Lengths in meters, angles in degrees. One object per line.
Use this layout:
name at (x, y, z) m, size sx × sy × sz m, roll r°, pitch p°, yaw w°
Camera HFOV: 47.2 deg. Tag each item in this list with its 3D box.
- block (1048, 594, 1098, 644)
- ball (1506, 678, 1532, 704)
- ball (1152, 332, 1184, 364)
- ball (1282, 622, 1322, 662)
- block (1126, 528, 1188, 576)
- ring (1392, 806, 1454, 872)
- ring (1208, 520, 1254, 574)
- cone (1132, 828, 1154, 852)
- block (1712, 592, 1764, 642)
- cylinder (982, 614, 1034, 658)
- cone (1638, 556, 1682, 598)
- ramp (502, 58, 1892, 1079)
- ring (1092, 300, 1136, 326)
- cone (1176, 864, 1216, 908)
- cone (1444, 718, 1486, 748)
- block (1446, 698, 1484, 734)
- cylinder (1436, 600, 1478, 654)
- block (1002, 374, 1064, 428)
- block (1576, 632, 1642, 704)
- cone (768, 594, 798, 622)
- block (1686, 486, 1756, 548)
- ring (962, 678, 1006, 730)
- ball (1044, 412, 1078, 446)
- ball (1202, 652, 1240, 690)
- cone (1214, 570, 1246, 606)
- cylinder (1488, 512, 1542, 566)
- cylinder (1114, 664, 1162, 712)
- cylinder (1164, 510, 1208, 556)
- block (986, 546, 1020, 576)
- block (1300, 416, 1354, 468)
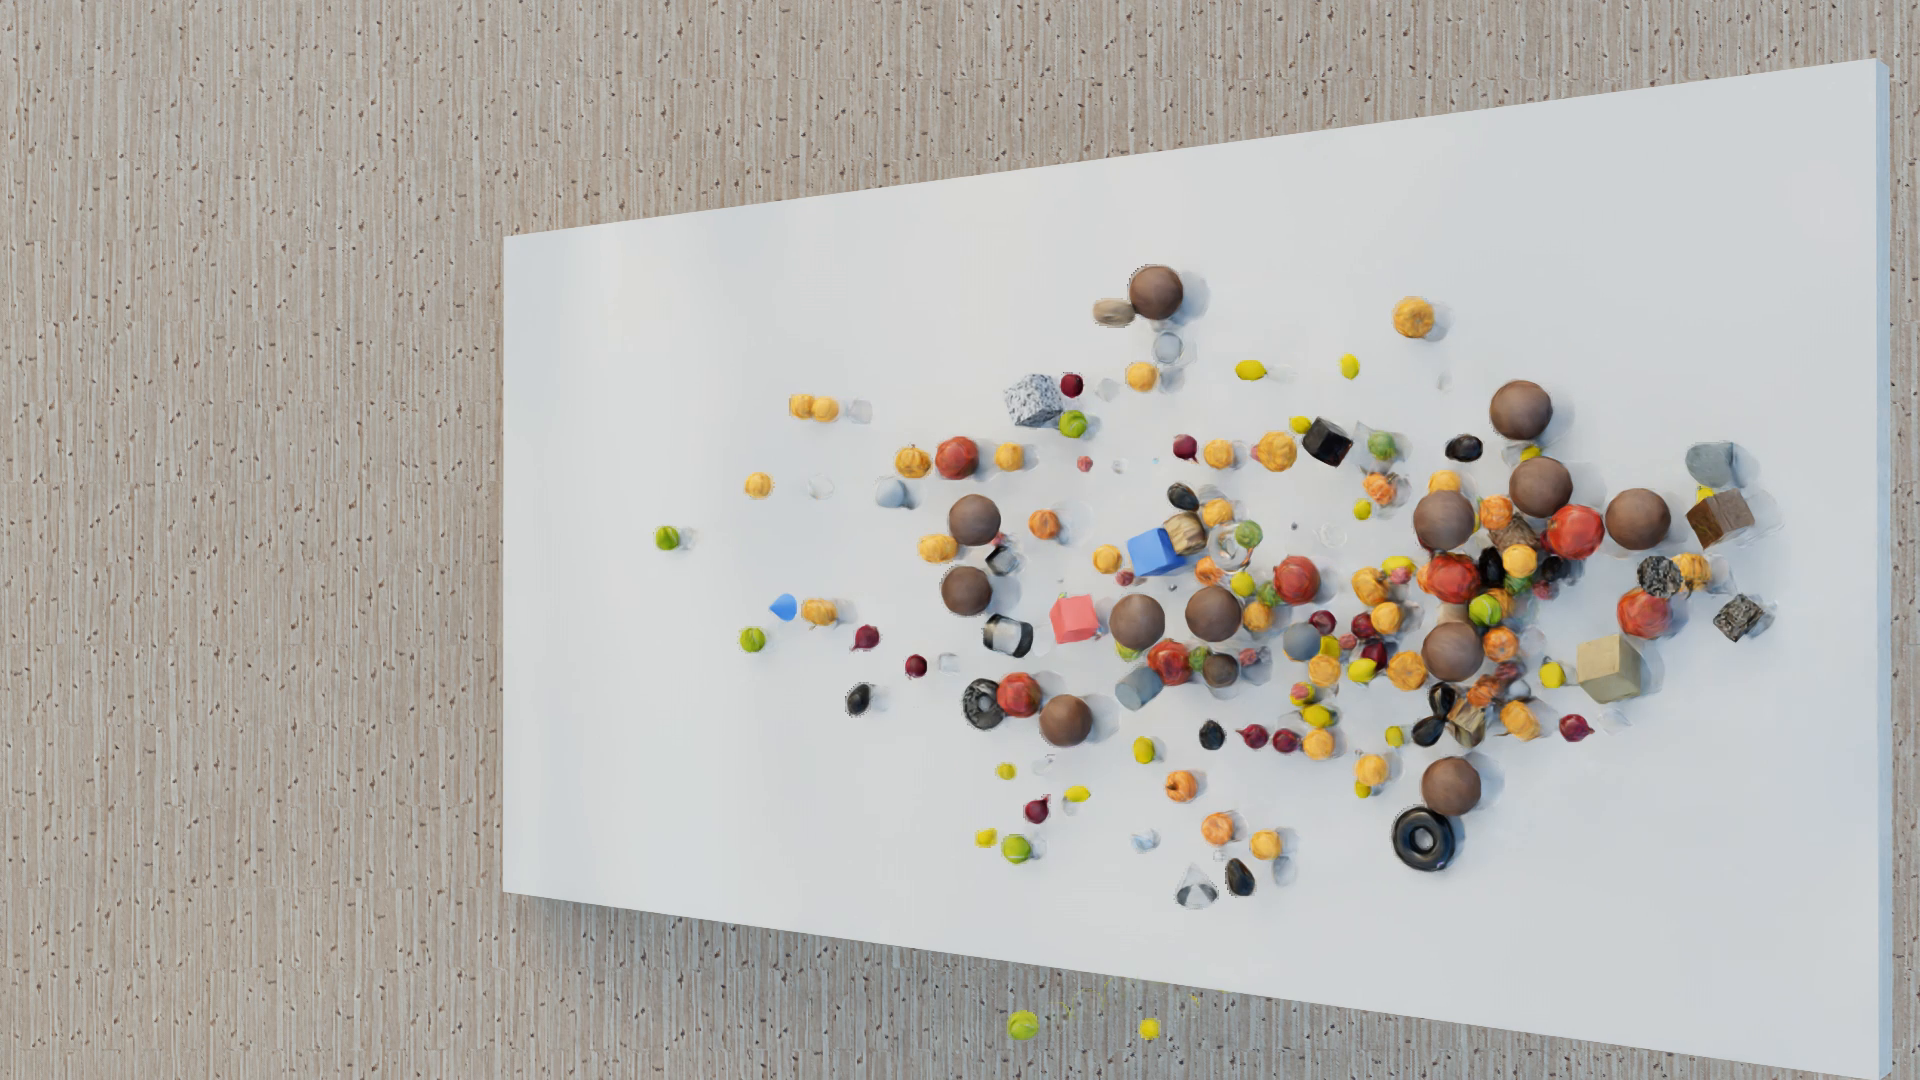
block at (0.278, 0.194, 5.366) m, size 0.085 × 0.085 × 0.085 m, roll -7°, pitch 66°, yaw -18°
ball at (1.198, 0.324, 4.718) m, size 0.053 × 0.053 × 0.053 m, roll 0°, pitch 90°, yaw 0°
ball at (0.497, -0.457, 5.240) m, size 0.075 × 0.075 × 0.075 m, roll 0°, pitch 90°, yaw 0°
ball at (0.752, 0.224, 4.835) m, size 0.086 × 0.086 × 0.086 m, roll 0°, pitch 90°, yaw 0°
block at (0.469, 0.030, 5.248) m, size 0.091 × 0.091 × 0.091 m, roll -24°, pitch 75°, yaw 35°
ring at (1.021, 0.660, 4.846) m, size 0.146 × 0.049 × 0.146 m, roll 5°, pitch 98°, yaw 35°
ring at (0.615, 0.016, 5.003) m, size 0.041 × 0.123 × 0.123 m, roll -17°, pitch 89°, yaw -41°
cone at (0.426, 0.714, 5.280) m, size 0.057 × 0.057 × 0.057 m, roll -16°, pitch 62°, yaw 33°
block at (1.563, 0.156, 4.419) m, size 0.060 × 0.060 × 0.060 m, roll -32°, pitch 65°, yaw -26°
cylinder at (0.120, 0.241, 5.509) m, size 0.092 × 0.092 × 0.092 m, roll 15°, pitch 90°, yaw 36°
cone at (1.389, 0.090, 4.410) m, size 0.090 × 0.090 × 0.090 m, roll 1°, pitch 68°, yaw -1°
ramp at (0.230, 0.065, 5.548) m, size 4.000 × 0.100 × 2.000 m, roll 0°, pitch 89°, yaw 37°
ring at (0.366, -0.540, 5.232) m, size 0.106 × 0.106 × 0.035 m, roll 5°, pitch 76°, yaw 0°
cone at (0.553, 0.801, 5.191) m, size 0.096 × 0.096 × 0.096 m, roll -2°, pitch 46°, yaw 0°
cone at (1.088, 0.410, 4.809) m, size 0.085 × 0.085 × 0.085 m, roll 1°, pitch 87°, yaw -26°
block at (1.087, 0.378, 4.729) m, size 0.051 × 0.051 × 0.051 m, roll 32°, pitch 90°, yaw -5°
cylinder at (1.077, 0.188, 4.763) m, size 0.085 × 0.085 × 0.085 m, roll 4°, pitch 54°, yaw 0°
block at (0.182, -0.346, 5.465) m, size 0.096 × 0.096 × 0.096 m, roll -30°, pitch 72°, yaw 33°
block at (1.345, 0.268, 4.554) m, size 0.095 × 0.095 × 0.095 m, roll 39°, pitch 47°, yaw -34°
cone at (-0.497, 0.184, 5.987) m, size 0.077 × 0.077 × 0.077 m, roll 0°, pitch 89°, yaw 37°
block at (1.516, -0.043, 4.382) m, size 0.080 × 0.080 × 0.080 m, roll -17°, pitch 72°, yaw -18°
ring at (0.062, 0.416, 5.584) m, size 0.131 × 0.044 × 0.131 m, roll 0°, pitch 90°, yaw 36°
ball at (0.247, -0.272, 5.400) m, size 0.085 × 0.085 × 0.085 m, roll 0°, pitch 90°, yaw 0°
ball at (0.604, 0.303, 5.096) m, size 0.086 × 0.086 × 0.086 m, roll 0°, pitch 90°, yaw 0°
cone at (0.645, 0.121, 5.112) m, size 0.078 × 0.078 × 0.078 m, roll -25°, pitch 69°, yaw 0°
cylinder at (1.188, -0.001, 4.705) m, size 0.082 × 0.082 × 0.082 m, roll -33°, pitch 67°, yaw 0°
cylinder at (0.415, 0.344, 5.106) m, size 0.078 × 0.078 × 0.078 m, roll -35°, pitch 90°, yaw -35°
cylinder at (0.536, -0.015, 5.202) m, size 0.083 × 0.083 × 0.083 m, roll -21°, pitch 75°, yaw 0°
block at (0.107, 0.054, 5.546) m, size 0.052 × 0.052 × 0.052 m, roll -45°, pitch 65°, yaw 28°
block at (0.823, -0.219, 4.930) m, size 0.072 × 0.072 × 0.072 m, roll 22°, pitch 111°, yaw -27°
